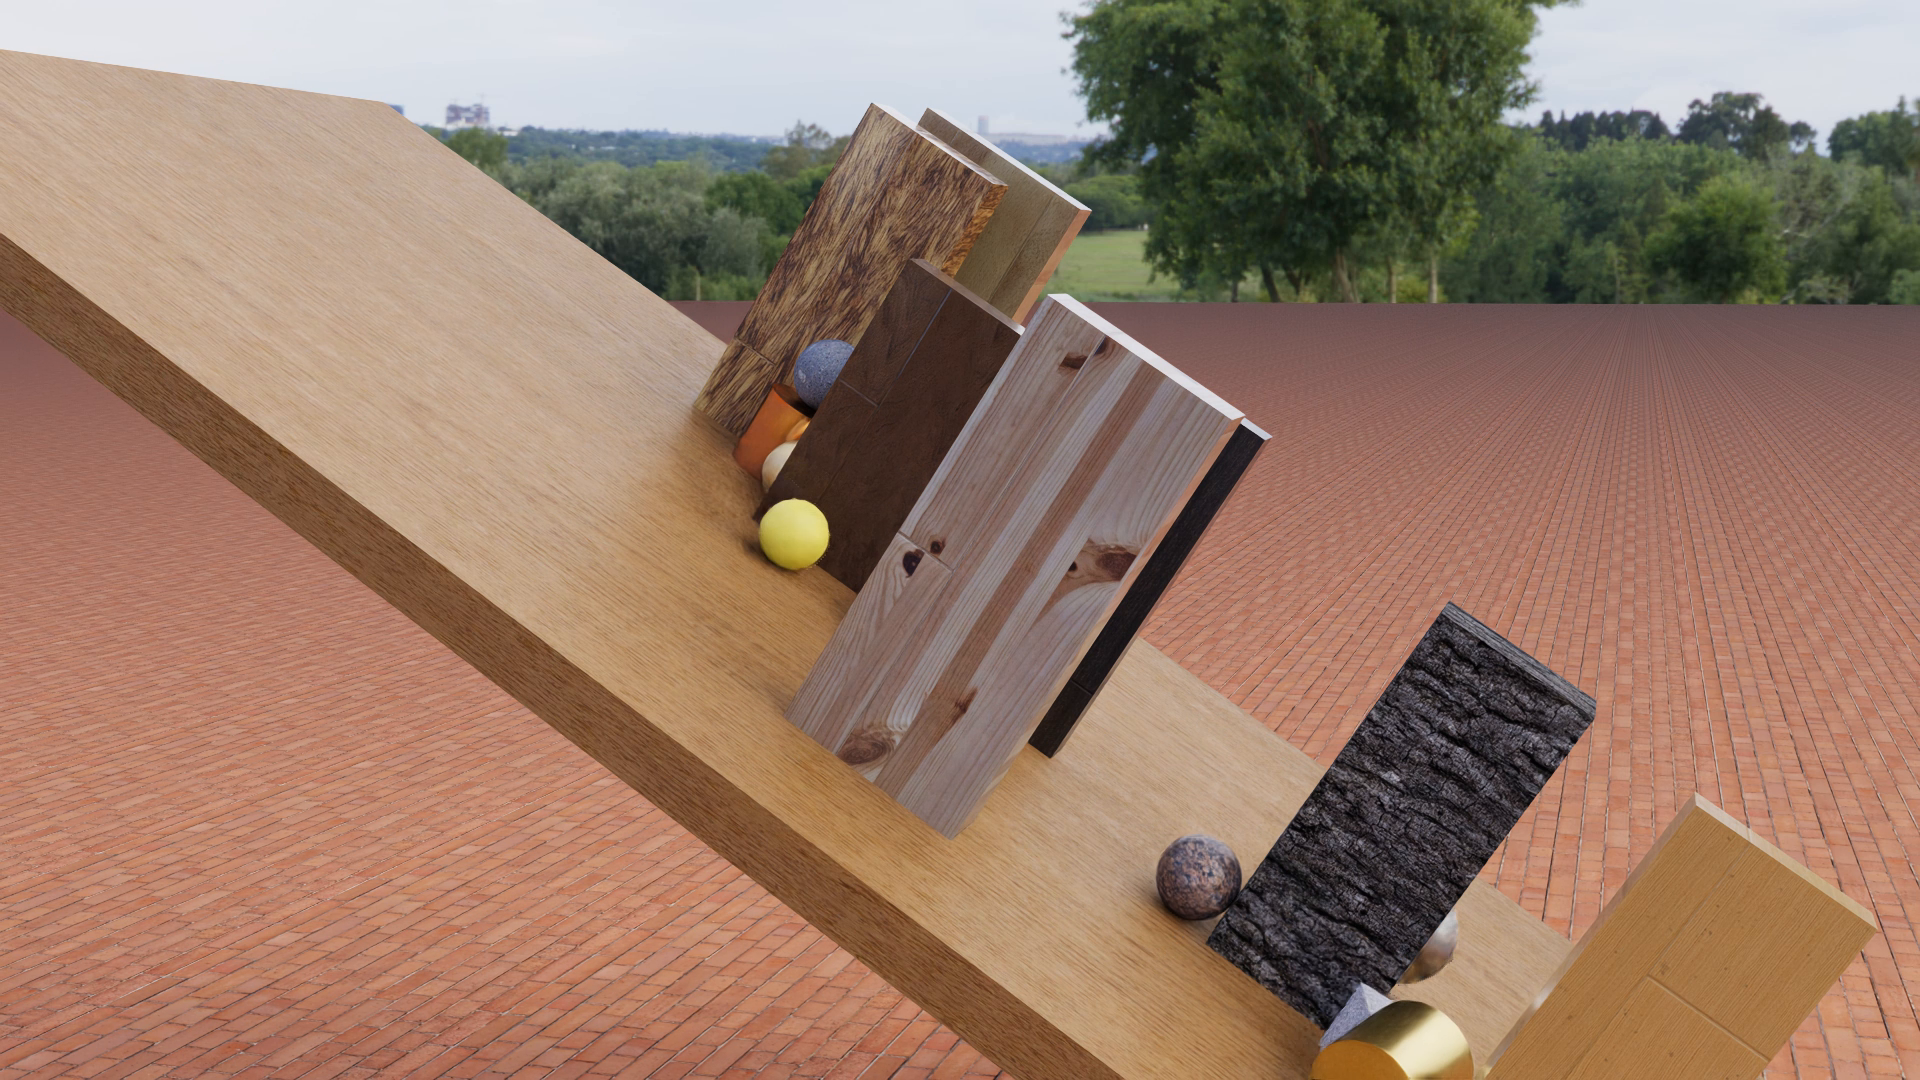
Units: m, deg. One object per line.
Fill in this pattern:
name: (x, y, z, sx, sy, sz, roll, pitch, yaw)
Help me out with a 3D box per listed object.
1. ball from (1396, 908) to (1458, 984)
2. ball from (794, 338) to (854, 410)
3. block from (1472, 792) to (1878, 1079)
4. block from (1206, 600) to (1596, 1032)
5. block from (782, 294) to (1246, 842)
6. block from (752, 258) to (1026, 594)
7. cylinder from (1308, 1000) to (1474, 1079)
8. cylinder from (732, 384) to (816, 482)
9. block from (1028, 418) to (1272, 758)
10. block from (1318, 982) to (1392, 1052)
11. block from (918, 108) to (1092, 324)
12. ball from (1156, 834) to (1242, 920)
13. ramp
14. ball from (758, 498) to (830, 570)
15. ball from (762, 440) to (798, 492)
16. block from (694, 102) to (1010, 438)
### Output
ball: (0.783, 0.687, 3.895, 0.195, 0.195, 0.195, 0, 7, 0)
ball: (-0.261, -0.331, 4.445, 0.151, 0.151, 0.151, 0, 7, 0)
block: (0.933, 0.724, 3.077, 0.280, 0.715, 0.083, 35, 15, 10)
block: (0.707, 0.458, 3.547, 0.279, 0.670, 0.144, 35, 15, 10)
block: (0.074, 0.044, 3.359, 0.330, 0.781, 0.115, 35, 15, 10)
block: (-0.097, -0.188, 4.129, 0.338, 0.584, 0.087, 35, 15, 10)
cylinder: (0.634, 0.791, 3.230, 0.178, 0.178, 0.178, 5, 12, 38)
cylinder: (-0.351, -0.205, 4.479, 0.165, 0.165, 0.165, 30, 15, -9)
block: (0.240, 0.025, 3.923, 0.287, 0.694, 0.082, 35, 15, 10)
block: (0.648, 0.791, 3.424, 0.122, 0.122, 0.122, 32, 12, -1)
block: (-0.092, -0.500, 4.775, 0.399, 0.762, 0.105, 35, 15, 10)
ball: (0.394, 0.555, 3.630, 0.142, 0.142, 0.142, 0, 7, 0)
ramp: (-0.130, 0.219, 4.101, 4.000, 0.100, 2.000, 35, 15, 10)
ball: (-0.304, -0.011, 4.031, 0.130, 0.130, 0.130, 0, 7, 0)
ball: (-0.318, -0.125, 4.326, 0.144, 0.144, 0.144, 0, 7, 0)
block: (-0.230, -0.503, 4.557, 0.305, 0.736, 0.119, 35, 15, 10)
